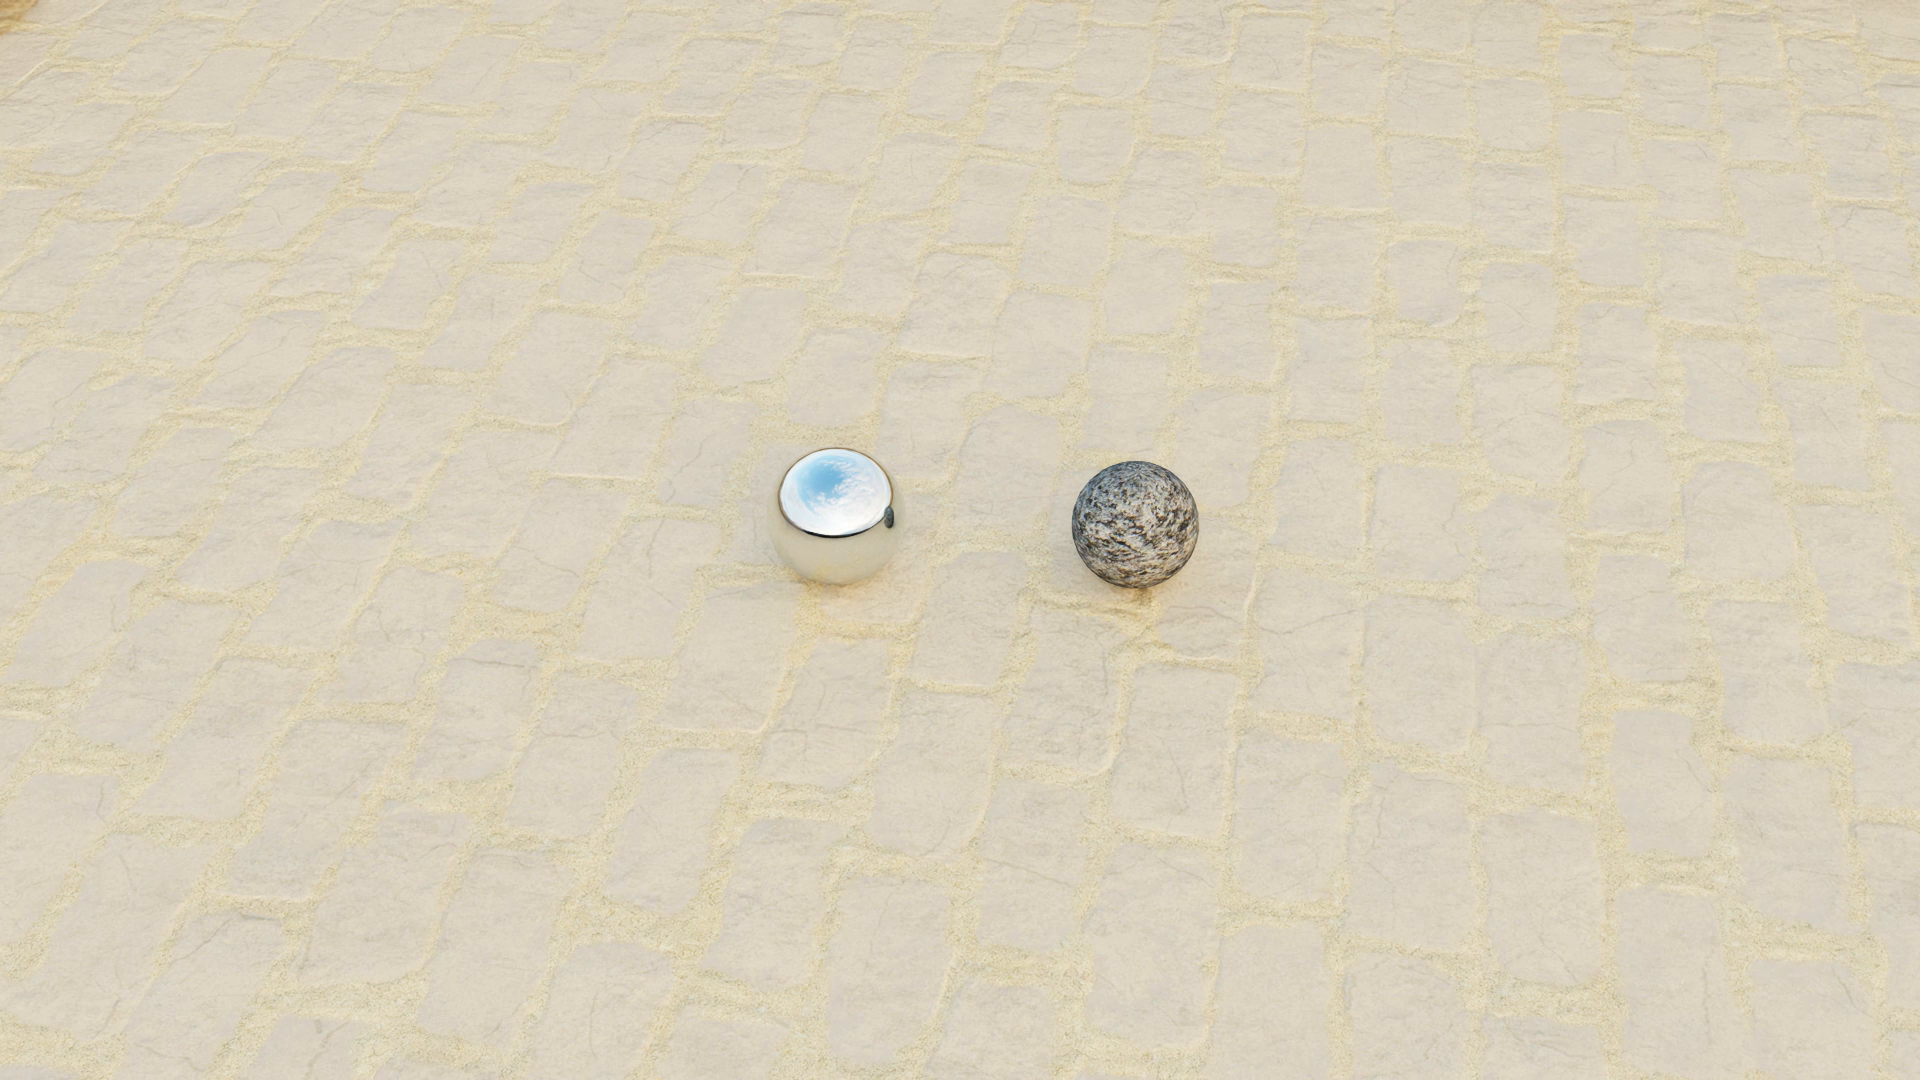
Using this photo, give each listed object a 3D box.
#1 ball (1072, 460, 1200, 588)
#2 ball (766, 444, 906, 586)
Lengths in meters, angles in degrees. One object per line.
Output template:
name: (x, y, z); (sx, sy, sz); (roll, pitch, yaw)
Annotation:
ball: (0.114, -0.010, 1.673); (0.083, 0.083, 0.083); (0, 36, 0)
ball: (-0.081, -0.016, 1.674); (0.092, 0.092, 0.092); (0, 36, 0)
